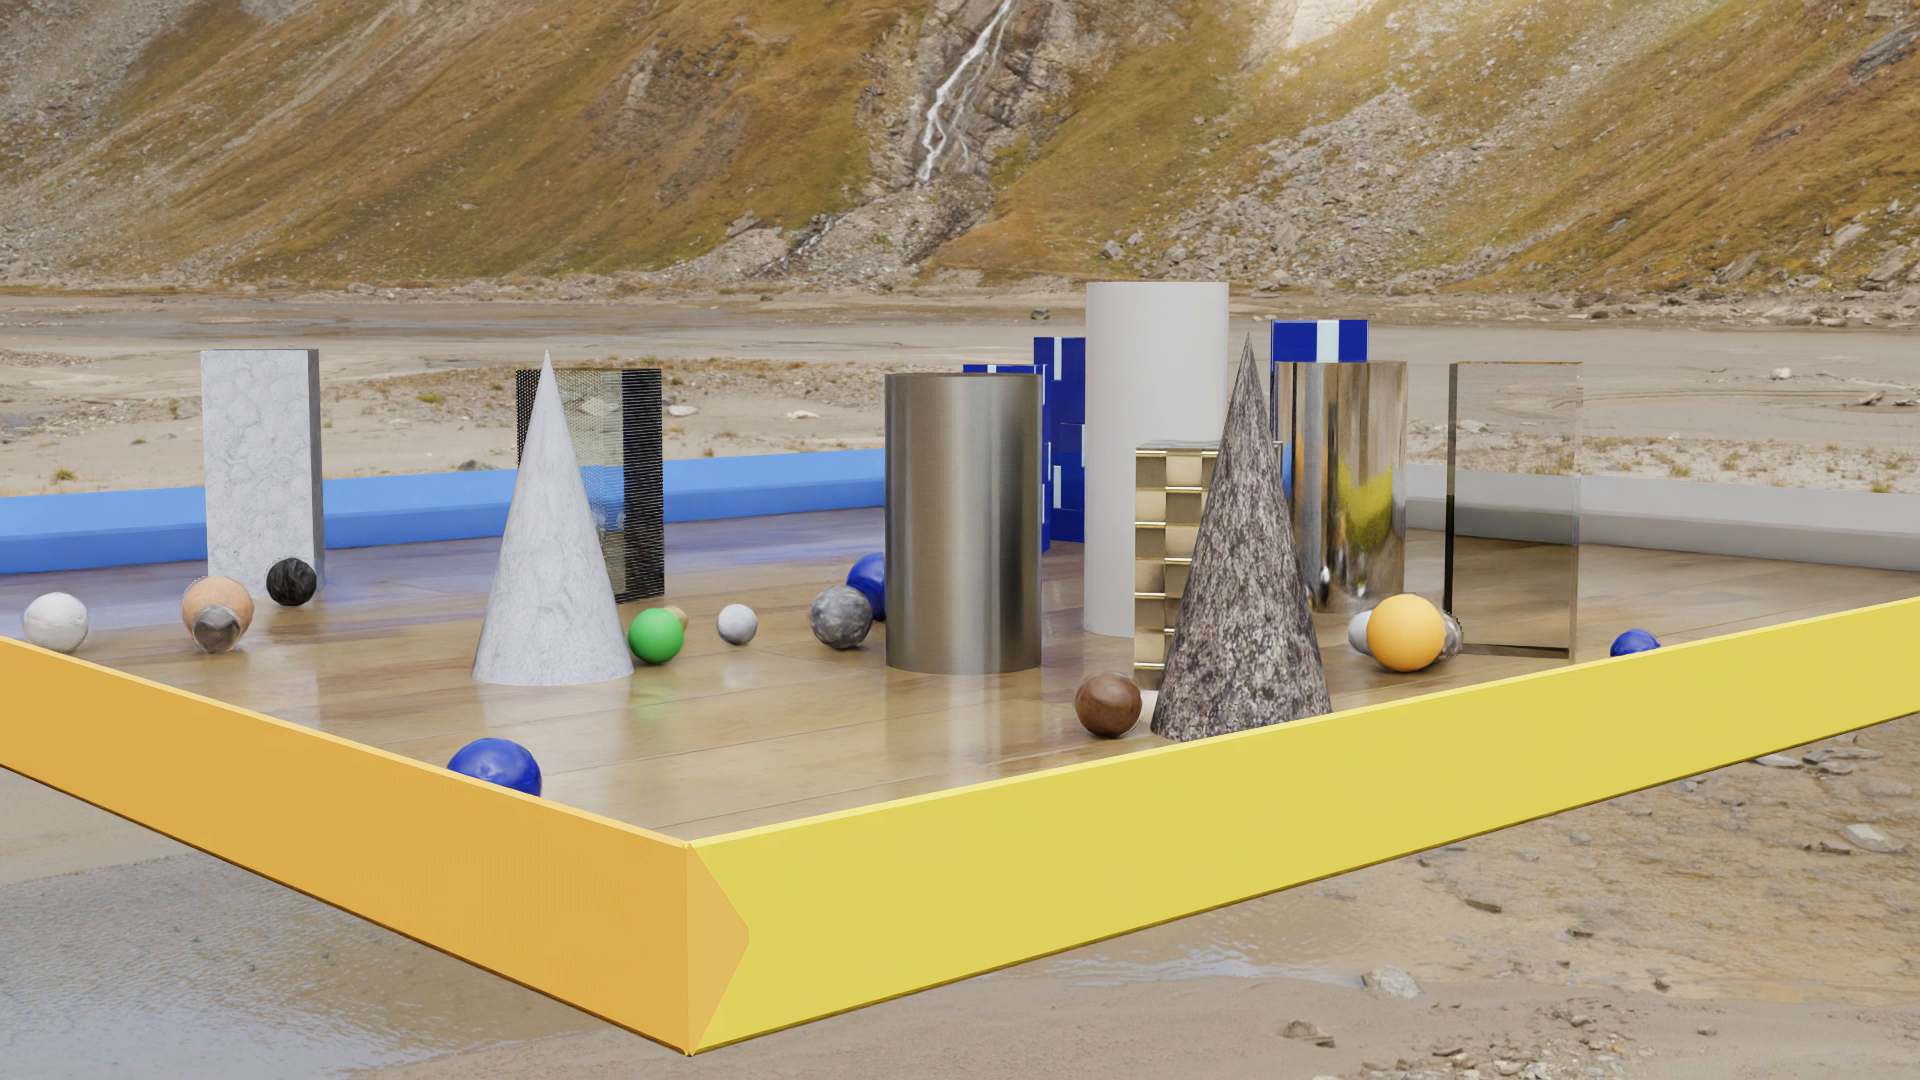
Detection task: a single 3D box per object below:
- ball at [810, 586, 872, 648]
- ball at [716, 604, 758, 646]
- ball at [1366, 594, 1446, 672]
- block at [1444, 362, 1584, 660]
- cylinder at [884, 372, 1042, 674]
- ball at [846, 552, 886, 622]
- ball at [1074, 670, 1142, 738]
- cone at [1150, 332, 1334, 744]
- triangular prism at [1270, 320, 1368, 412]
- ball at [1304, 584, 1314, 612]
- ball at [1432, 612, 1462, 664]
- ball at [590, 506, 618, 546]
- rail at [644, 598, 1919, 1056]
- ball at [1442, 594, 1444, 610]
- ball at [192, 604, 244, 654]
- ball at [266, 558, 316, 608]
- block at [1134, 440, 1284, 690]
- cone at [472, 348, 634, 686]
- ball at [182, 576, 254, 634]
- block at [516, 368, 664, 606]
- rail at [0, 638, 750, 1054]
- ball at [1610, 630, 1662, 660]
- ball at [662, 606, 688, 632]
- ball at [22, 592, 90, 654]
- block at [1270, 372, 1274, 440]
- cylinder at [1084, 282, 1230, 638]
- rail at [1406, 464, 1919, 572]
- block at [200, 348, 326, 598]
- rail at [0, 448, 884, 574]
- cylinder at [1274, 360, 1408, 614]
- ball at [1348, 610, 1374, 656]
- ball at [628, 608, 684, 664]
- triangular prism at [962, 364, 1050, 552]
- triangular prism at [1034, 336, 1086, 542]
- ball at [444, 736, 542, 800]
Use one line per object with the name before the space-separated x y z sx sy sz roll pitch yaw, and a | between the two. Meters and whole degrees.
ball | -0.157 0.102 2.905 0.084 0.084 0.084 0 6 0
ball | -0.298 0.113 2.936 0.055 0.055 0.055 0 6 0
ball | 0.551 0.115 2.719 0.096 0.096 0.096 0 6 0
block | 0.730 -0.045 2.898 0.159 0.376 0.159 2 6 19
cylinder | 0.005 -0.026 2.776 0.198 0.365 0.198 0 6 0
ball | -0.115 0.067 3.160 0.099 0.099 0.099 0 6 0
ball | 0.155 0.171 2.303 0.071 0.071 0.071 0 6 0
cone | 0.302 -0.009 2.324 0.198 0.425 0.198 0 6 0
triangular prism | 0.652 -0.191 4.050 0.172 0.428 0.149 0 6 4
ball | 0.479 0.088 3.155 0.059 0.059 0.059 0 6 0
ball | 0.601 0.123 2.783 0.066 0.066 0.066 0 6 0
ball | -0.687 -0.026 4.156 0.079 0.079 0.079 0 6 0
rail | 0.923 0.137 2.337 2.998 0.129 0.045 -5 8 -42
ball | 0.712 0.087 3.059 0.081 0.081 0.081 0 6 0
ball | -0.968 0.116 2.867 0.064 0.064 0.064 0 6 0
ball | -1.007 0.064 3.314 0.074 0.074 0.074 0 6 0
block | 0.299 0.028 2.635 0.159 0.286 0.159 1 6 12
cone | -0.503 -0.036 2.698 0.198 0.400 0.198 0 6 0
ball | -0.993 0.094 2.944 0.091 0.091 0.091 0 6 0
block | -0.570 -0.086 3.399 0.159 0.355 0.159 3 7 25
rail | -1.084 0.137 2.337 0.045 0.129 2.770 -5 8 -42
ball | 0.817 0.139 2.658 0.061 0.061 0.061 0 6 0
ball | -0.392 0.112 2.984 0.046 0.046 0.046 0 6 0
ball | -1.171 0.109 2.850 0.082 0.082 0.082 0 6 0
block | 0.616 -0.102 3.598 0.159 0.344 0.159 -2 6 -21
cylinder | 0.273 -0.116 3.072 0.198 0.483 0.198 0 6 0
rail | 1.084 -0.070 4.327 0.045 0.129 2.770 -5 8 -42
block | -1.103 -0.110 3.490 0.159 0.383 0.159 -1 6 -10
rail | -0.923 -0.070 4.327 2.998 0.129 0.045 -5 8 -42
cylinder | 0.573 -0.085 3.320 0.198 0.369 0.198 0 6 0
ball | 0.532 0.121 2.849 0.058 0.058 0.058 0 6 0
ball | -0.385 0.121 2.780 0.070 0.070 0.070 0 6 0
triangular prism | 0.119 -0.152 4.077 0.172 0.346 0.149 5 8 40
triangular prism | 0.257 -0.199 4.299 0.172 0.393 0.149 5 8 42
ball | -0.398 0.210 1.870 0.084 0.084 0.084 0 6 0
